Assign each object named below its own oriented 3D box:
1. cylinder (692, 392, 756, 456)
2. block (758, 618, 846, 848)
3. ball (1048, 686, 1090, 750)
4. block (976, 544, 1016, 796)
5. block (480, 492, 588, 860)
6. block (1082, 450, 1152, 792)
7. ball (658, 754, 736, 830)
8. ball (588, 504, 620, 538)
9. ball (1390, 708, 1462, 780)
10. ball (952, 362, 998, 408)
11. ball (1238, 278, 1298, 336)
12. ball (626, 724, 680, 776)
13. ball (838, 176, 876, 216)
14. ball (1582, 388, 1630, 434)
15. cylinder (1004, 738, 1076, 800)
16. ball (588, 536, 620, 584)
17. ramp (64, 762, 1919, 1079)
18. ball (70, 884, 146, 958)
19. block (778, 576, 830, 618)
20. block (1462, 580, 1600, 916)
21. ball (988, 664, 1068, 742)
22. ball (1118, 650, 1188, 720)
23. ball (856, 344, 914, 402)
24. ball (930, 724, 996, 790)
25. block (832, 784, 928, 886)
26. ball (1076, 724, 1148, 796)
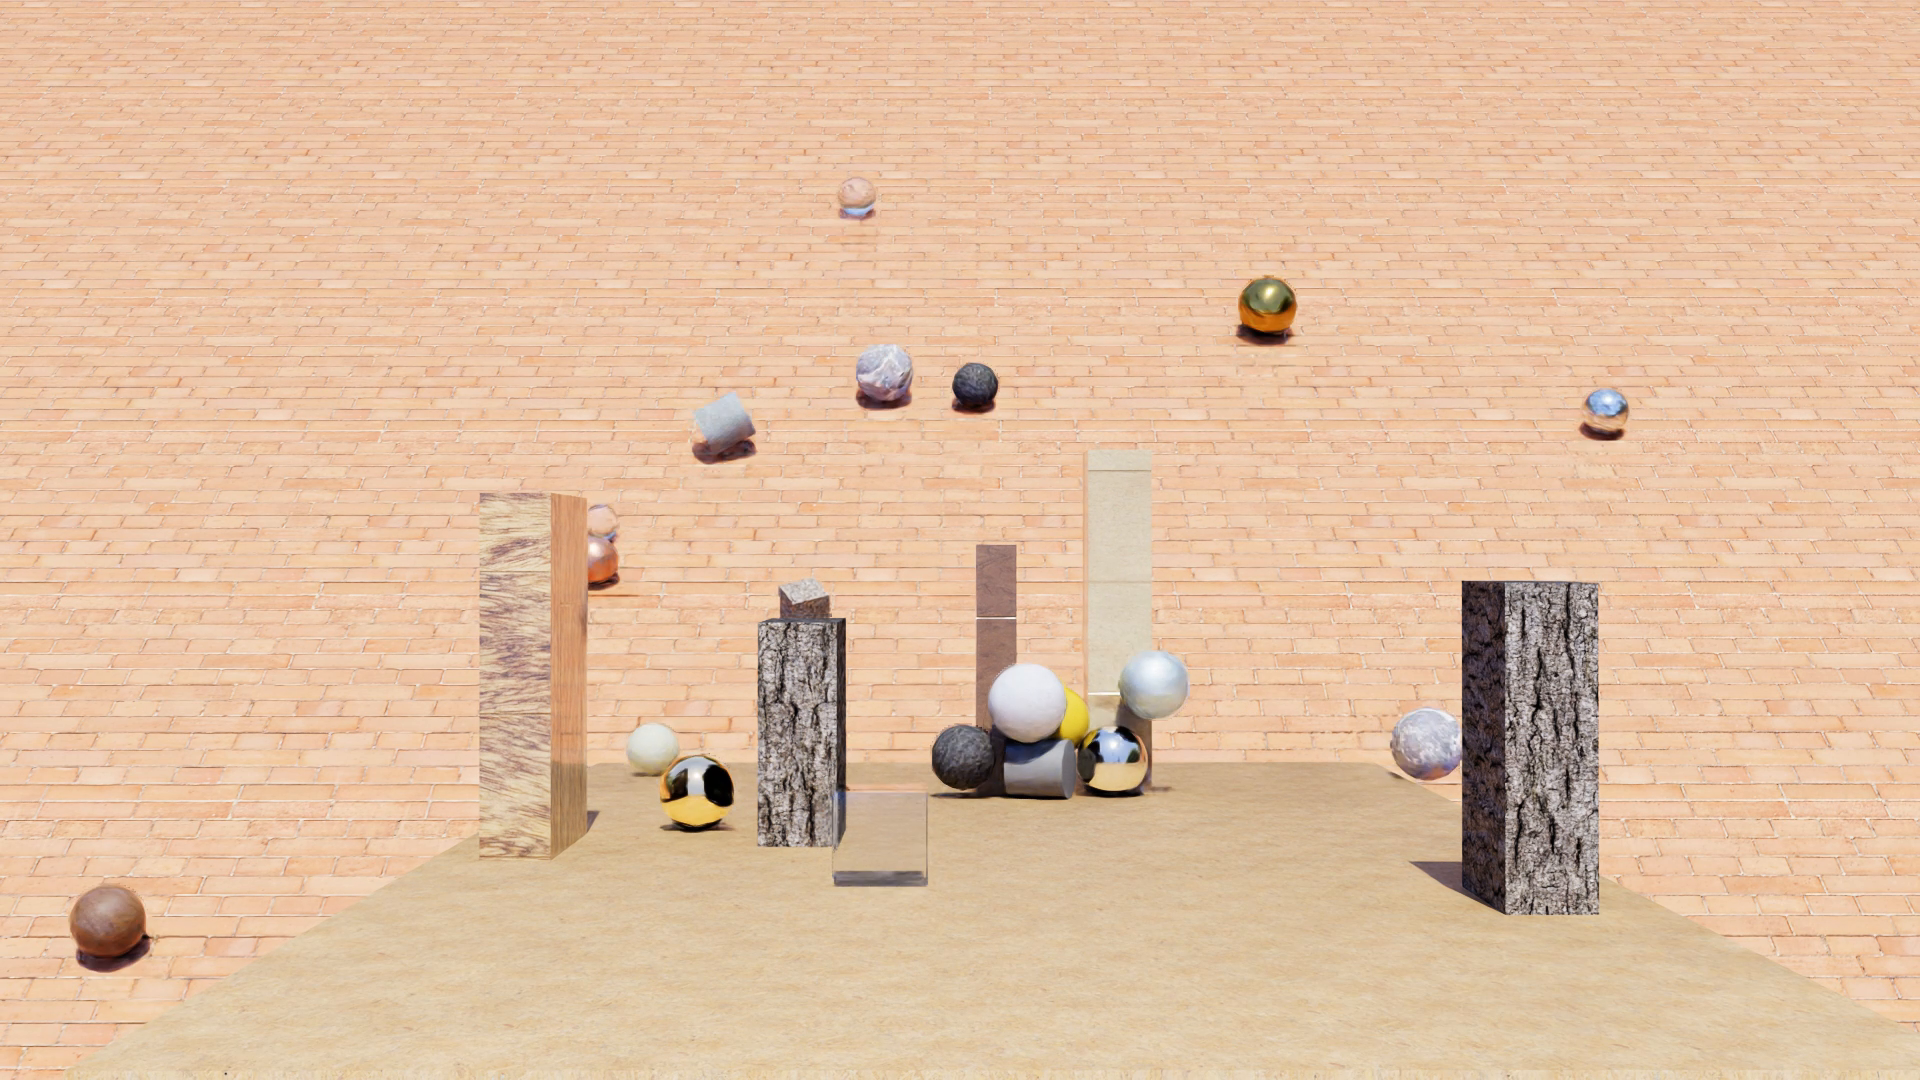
[{"bbox_3d":[-0.749,-0.372,8.231,0.153,0.153,0.153,-28,35,-3],"label":"cylinder"},{"bbox_3d":[-0.299,0.358,4.941,0.145,0.411,0.393,0,0,0],"label":"block"},{"bbox_3d":[0.208,0.406,5.803,0.164,0.164,0.164,0,31,0],"label":"ball"},{"bbox_3d":[0.081,0.290,5.937,0.090,0.558,0.361,0,0,0],"label":"block"},{"bbox_3d":[-0.779,0.241,4.752,0.125,0.644,0.443,0,0,0],"label":"block"},{"bbox_3d":[0.360,0.183,5.947,0.143,0.772,0.246,0,0,0],"label":"block"},{"bbox_3d":[-0.512,0.490,5.043,0.148,0.148,0.148,0,31,0],"label":"ball"},{"bbox_3d":[-1.081,-0.052,7.787,0.111,0.111,0.111,0,31,0],"label":"ball"},{"bbox_3d":[1.123,0.489,6.214,0.176,0.176,0.176,0,31,0],"label":"ball"},{"bbox_3d":[0.050,-0.508,8.511,0.150,0.150,0.150,0,31,0],"label":"ball"},{"bbox_3d":[1.063,-0.806,8.954,0.205,0.205,0.205,0,31,0],"label":"ball"},{"bbox_3d":[-0.742,0.507,6.261,0.129,0.129,0.129,0,31,0],"label":"ball"},{"bbox_3d":[-0.392,-1.307,9.847,0.147,0.147,0.147,0,31,0],"label":"ball"},{"bbox_3d":[2.085,-0.416,8.358,0.149,0.149,0.149,0,31,0],"label":"ball"},{"bbox_3d":[0.177,0.503,5.697,0.130,0.130,0.130,0,30,17],"label":"cylinder"},{"bbox_3d":[-1.067,0.057,7.578,0.138,0.138,0.138,0,31,0],"label":"ball"},{"bbox_3d":[0.069,0.612,4.684,2.000,0.100,4.000,0,0,0],"label":"ramp"},{"bbox_3d":[-2.017,0.903,6.132,0.173,0.173,0.173,0,31,0],"label":"ball"},{"bbox_3d":[-0.444,0.190,7.385,0.109,0.109,0.109,-14,34,-22],"label":"block"},{"bbox_3d":[0.879,0.311,4.010,0.139,0.493,0.332,0,0,0],"label":"block"},{"bbox_3d":[0.148,0.356,5.654,0.173,0.173,0.173,0,31,0],"label":"ball"},{"bbox_3d":[0.430,0.321,5.746,0.155,0.155,0.155,0,31,0],"label":"ball"},{"bbox_3d":[-0.249,-0.552,8.543,0.191,0.191,0.191,0,31,0],"label":"ball"},{"bbox_3d":[0.007,0.477,5.689,0.143,0.143,0.143,0,31,0],"label":"ball"},{"bbox_3d":[-0.132,0.483,4.255,0.152,0.152,0.152,0,0,-4],"label":"block"},{"bbox_3d":[0.337,0.488,5.743,0.159,0.159,0.159,0,31,0],"label":"ball"}]
